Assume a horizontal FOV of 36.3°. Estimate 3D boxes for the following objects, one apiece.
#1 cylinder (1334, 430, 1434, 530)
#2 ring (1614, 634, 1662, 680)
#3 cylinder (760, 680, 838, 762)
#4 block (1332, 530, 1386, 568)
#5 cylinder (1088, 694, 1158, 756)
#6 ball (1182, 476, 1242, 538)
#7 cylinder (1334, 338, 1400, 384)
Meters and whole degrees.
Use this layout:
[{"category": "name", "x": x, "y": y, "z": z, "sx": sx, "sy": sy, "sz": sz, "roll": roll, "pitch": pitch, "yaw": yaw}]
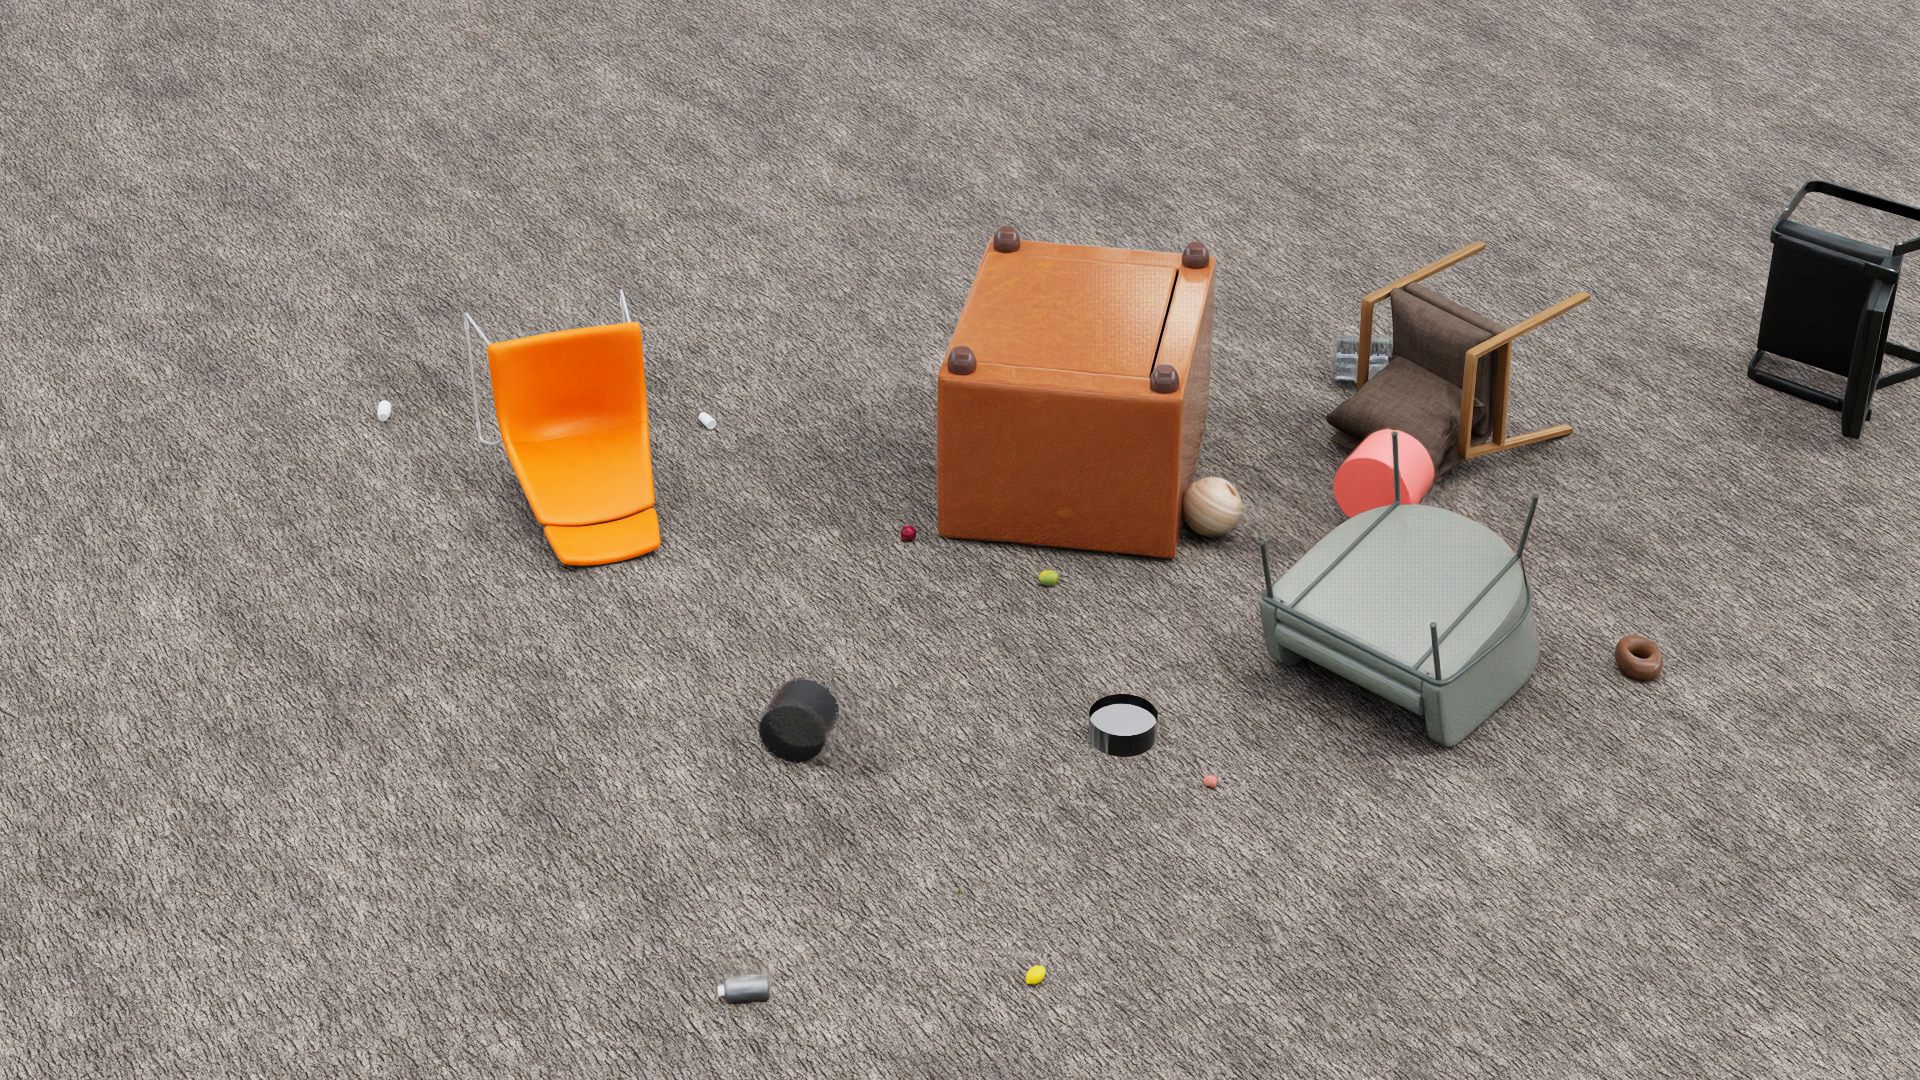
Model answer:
[{"category": "cylinder", "x": 1.592, "y": -0.226, "z": 11.009, "sx": 0.306, "sy": 0.307, "sz": 0.234, "roll": 1, "pitch": 29, "yaw": 34}, {"category": "ring", "x": 2.373, "y": 0.411, "z": 10.248, "sx": 0.157, "sy": 0.082, "sz": 0.213, "roll": -7, "pitch": 35, "yaw": -8}, {"category": "cylinder", "x": -0.538, "y": 0.605, "z": 9.818, "sx": 0.220, "sy": 0.235, "sz": 0.160, "roll": 42, "pitch": 35, "yaw": -10}, {"category": "block", "x": 1.472, "y": 0.034, "z": 10.815, "sx": 0.178, "sy": 0.086, "sz": 0.113, "roll": 0, "pitch": 33, "yaw": 0}, {"category": "cylinder", "x": 0.551, "y": 0.626, "z": 9.913, "sx": 0.232, "sy": 0.089, "sz": 0.236, "roll": 2, "pitch": 33, "yaw": 3}, {"category": "ball", "x": 0.940, "y": -0.123, "z": 10.927, "sx": 0.226, "sy": 0.226, "sz": 0.226, "roll": 0, "pitch": 33, "yaw": 0}, {"category": "cylinder", "x": 1.652, "y": -0.730, "z": 11.915, "sx": 0.252, "sy": 0.152, "sz": 0.232, "roll": 3, "pitch": 34, "yaw": 4}]
